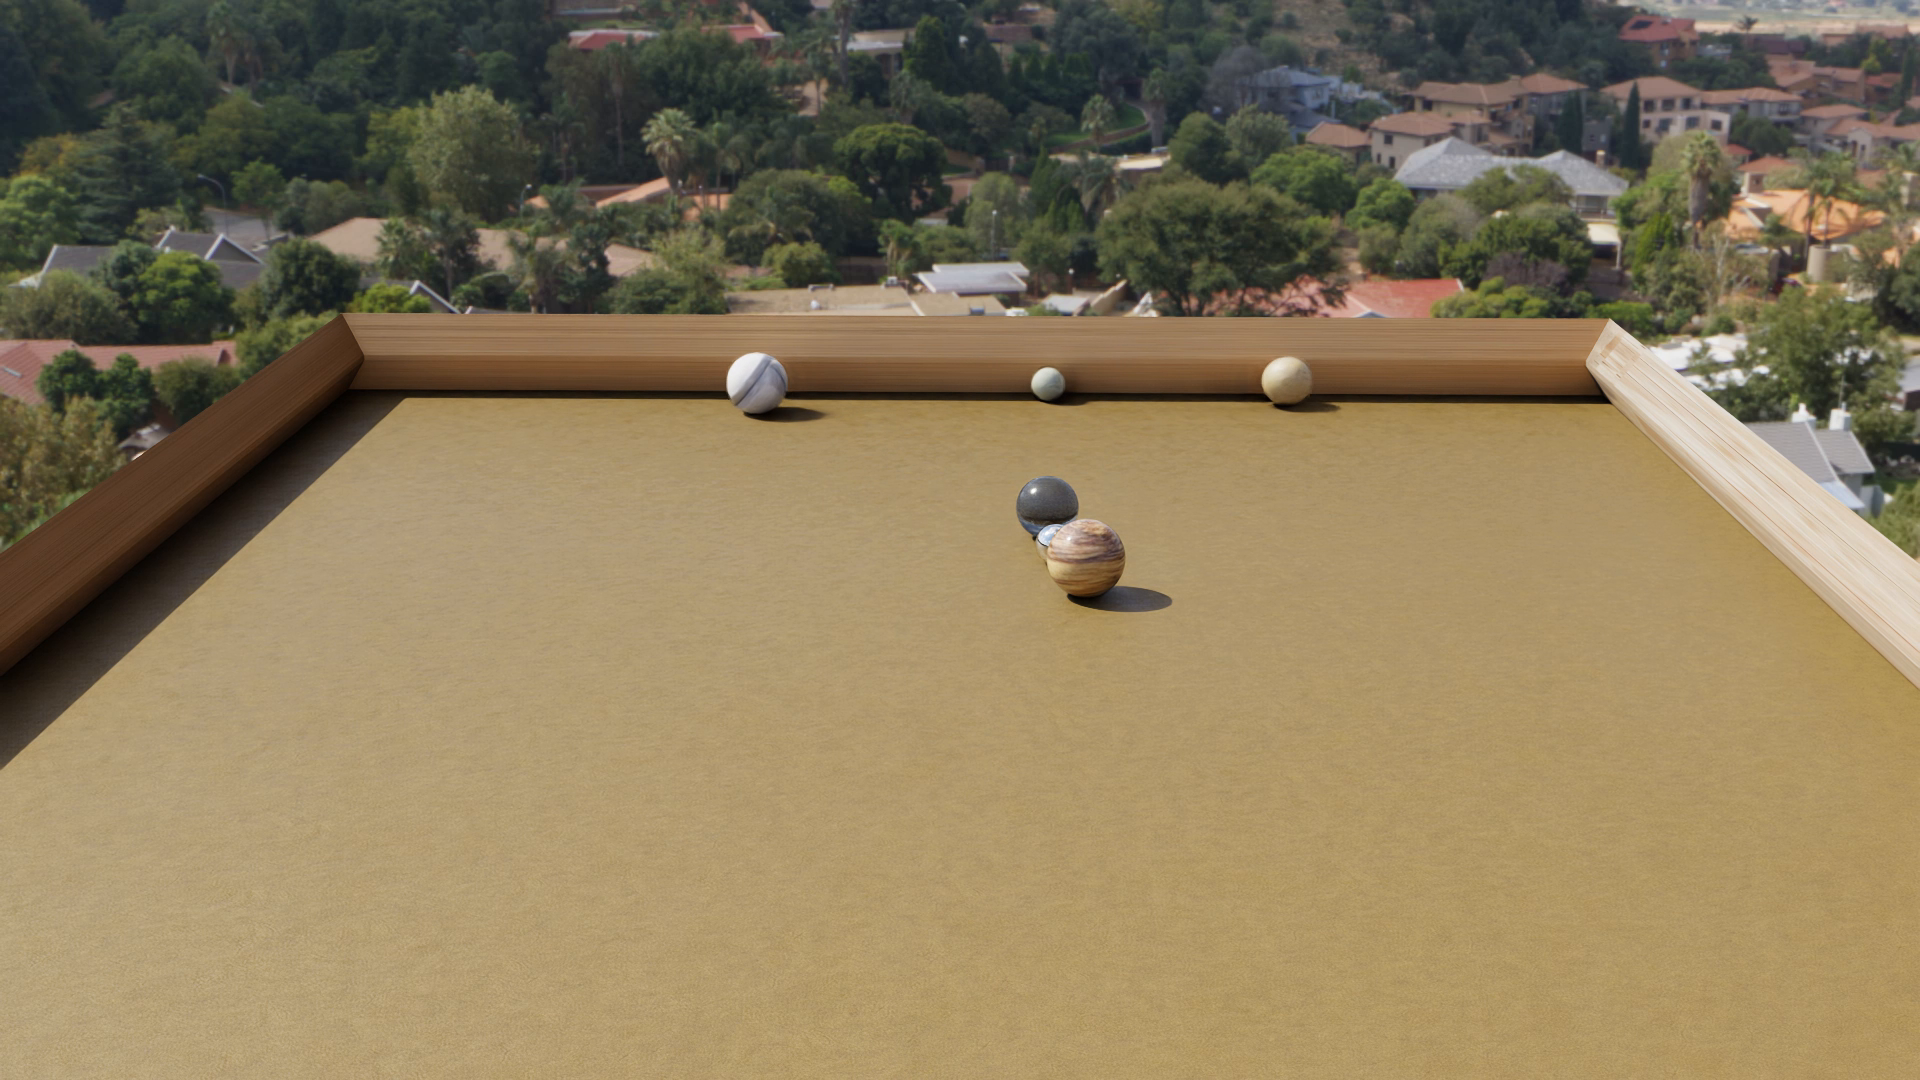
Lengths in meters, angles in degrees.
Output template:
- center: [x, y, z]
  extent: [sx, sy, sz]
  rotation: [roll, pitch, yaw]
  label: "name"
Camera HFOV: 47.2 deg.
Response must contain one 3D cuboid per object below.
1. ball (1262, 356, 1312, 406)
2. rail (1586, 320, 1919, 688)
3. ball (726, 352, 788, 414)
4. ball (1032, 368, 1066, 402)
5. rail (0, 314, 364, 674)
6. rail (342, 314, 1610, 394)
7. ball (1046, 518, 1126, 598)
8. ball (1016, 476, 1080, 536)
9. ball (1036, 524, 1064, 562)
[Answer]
- center: [0.514, -0.250, 3.459]
  extent: [0.078, 0.078, 0.078]
  rotation: [0, 18, 0]
  label: "ball"
- center: [0.973, 0.258, 1.781]
  extent: [0.045, 0.123, 3.645]
  rotation: [0, 18, 1]
  label: "rail"
- center: [-0.314, -0.243, 3.411]
  extent: [0.095, 0.095, 0.095]
  rotation: [0, 18, 0]
  label: "ball"
- center: [0.141, -0.247, 3.491]
  extent: [0.054, 0.054, 0.054]
  rotation: [0, 18, 0]
  label: "ball"
- center: [-1.012, 0.245, 1.821]
  extent: [0.045, 0.123, 3.645]
  rotation: [0, 18, 1]
  label: "rail"
- center: [0.019, -0.292, 3.516]
  extent: [2.033, 0.123, 0.045]
  rotation: [0, 18, 1]
  label: "rail"
- center: [0.148, 0.021, 2.580]
  extent: [0.093, 0.093, 0.093]
  rotation: [0, 18, 0]
  label: "ball"
- center: [0.111, -0.041, 2.798]
  extent: [0.081, 0.081, 0.081]
  rotation: [0, 18, 0]
  label: "ball"
- center: [0.118, 0.005, 2.701]
  extent: [0.051, 0.051, 0.051]
  rotation: [0, 18, 0]
  label: "ball"
